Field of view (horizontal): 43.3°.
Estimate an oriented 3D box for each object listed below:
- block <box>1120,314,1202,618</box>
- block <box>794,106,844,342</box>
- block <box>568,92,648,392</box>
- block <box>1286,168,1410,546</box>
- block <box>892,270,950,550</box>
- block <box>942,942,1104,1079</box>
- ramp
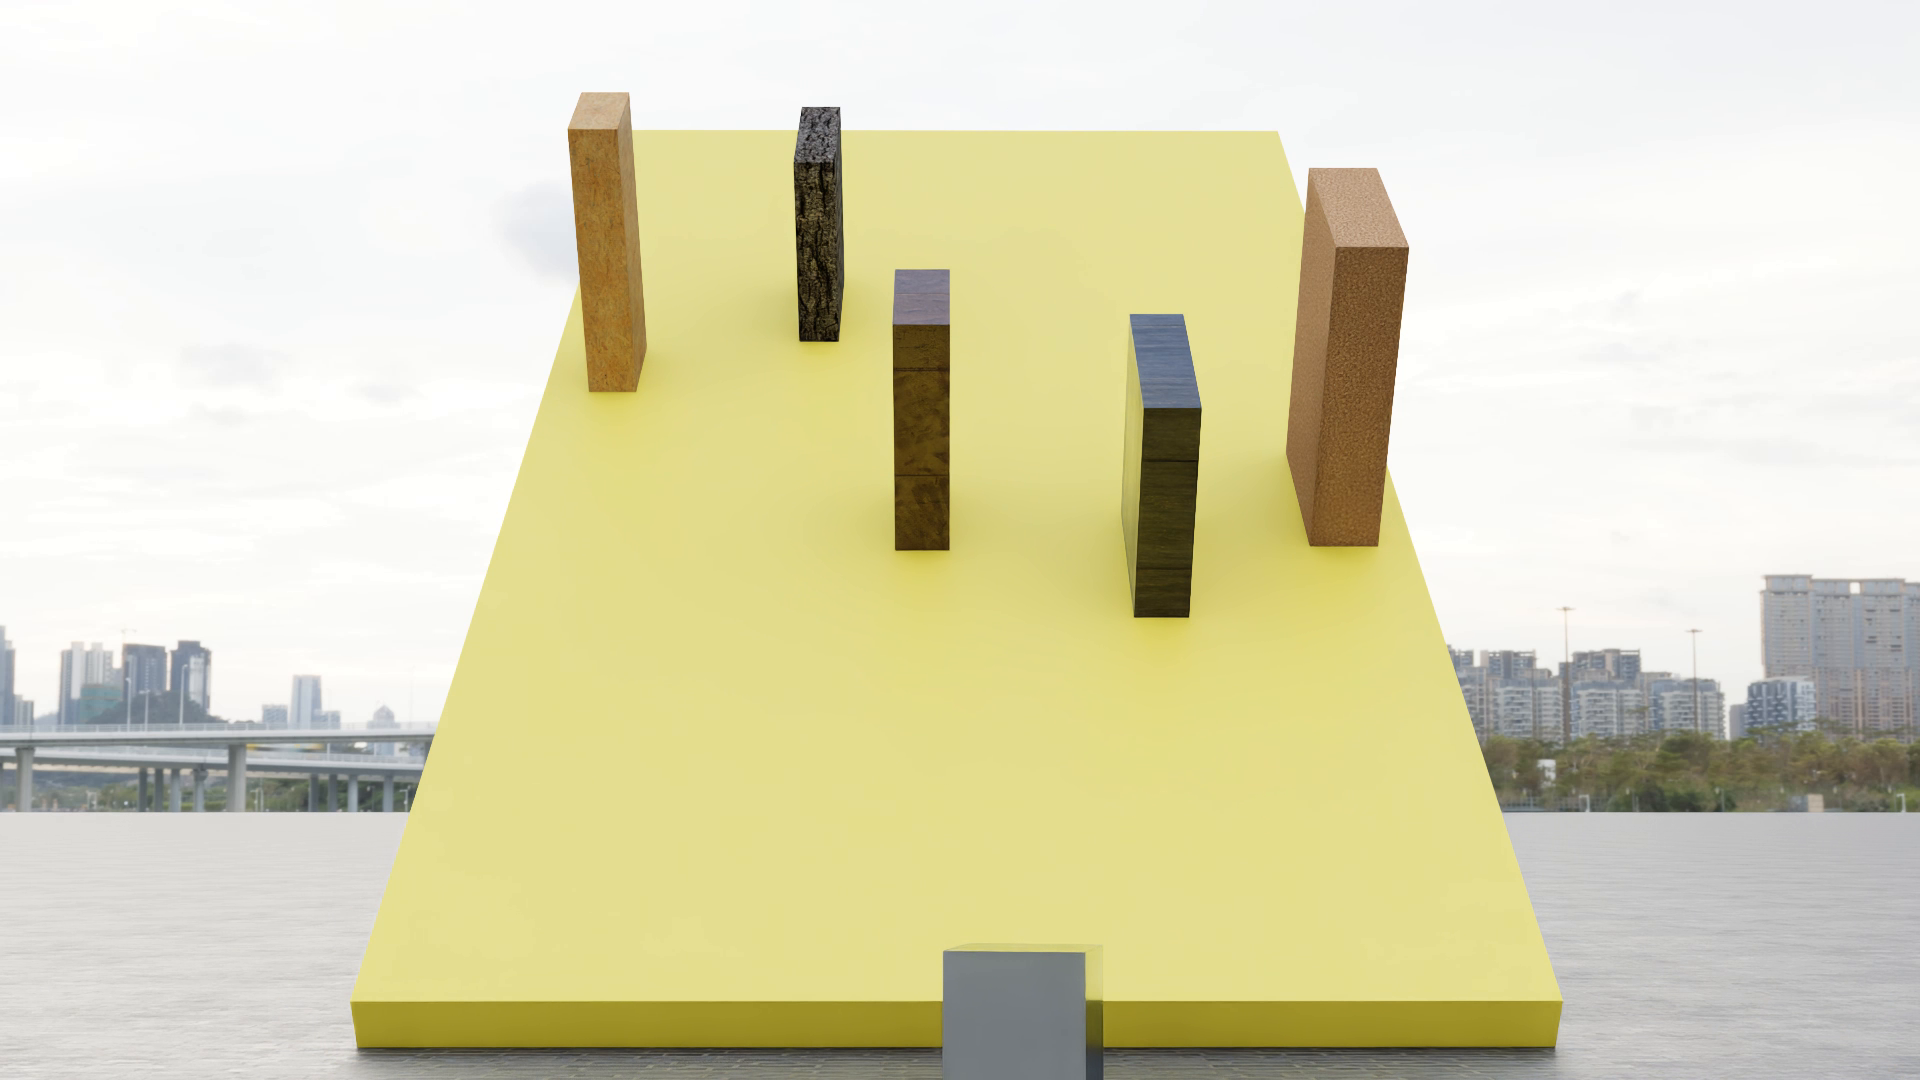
[{"bbox_3d":[0.418,-0.160,5.082,0.115,0.488,0.436,0,30,0],"label":"block"},{"bbox_3d":[-0.358,-0.811,6.194,0.101,0.483,0.390,0,30,0],"label":"block"},{"bbox_3d":[-0.846,-0.715,5.837,0.115,0.675,0.247,0,30,0],"label":"block"},{"bbox_3d":[0.836,-0.400,5.279,0.149,0.706,0.433,0,30,0],"label":"block"},{"bbox_3d":[-0.081,-0.280,5.233,0.119,0.540,0.278,0,30,0],"label":"block"},{"bbox_3d":[0.092,0.679,3.436,0.200,0.200,0.200,-1,-6,10],"label":"block"},{"bbox_3d":[-0.013,-0.207,5.742,2.000,0.100,4.000,0,30,0],"label":"ramp"}]
